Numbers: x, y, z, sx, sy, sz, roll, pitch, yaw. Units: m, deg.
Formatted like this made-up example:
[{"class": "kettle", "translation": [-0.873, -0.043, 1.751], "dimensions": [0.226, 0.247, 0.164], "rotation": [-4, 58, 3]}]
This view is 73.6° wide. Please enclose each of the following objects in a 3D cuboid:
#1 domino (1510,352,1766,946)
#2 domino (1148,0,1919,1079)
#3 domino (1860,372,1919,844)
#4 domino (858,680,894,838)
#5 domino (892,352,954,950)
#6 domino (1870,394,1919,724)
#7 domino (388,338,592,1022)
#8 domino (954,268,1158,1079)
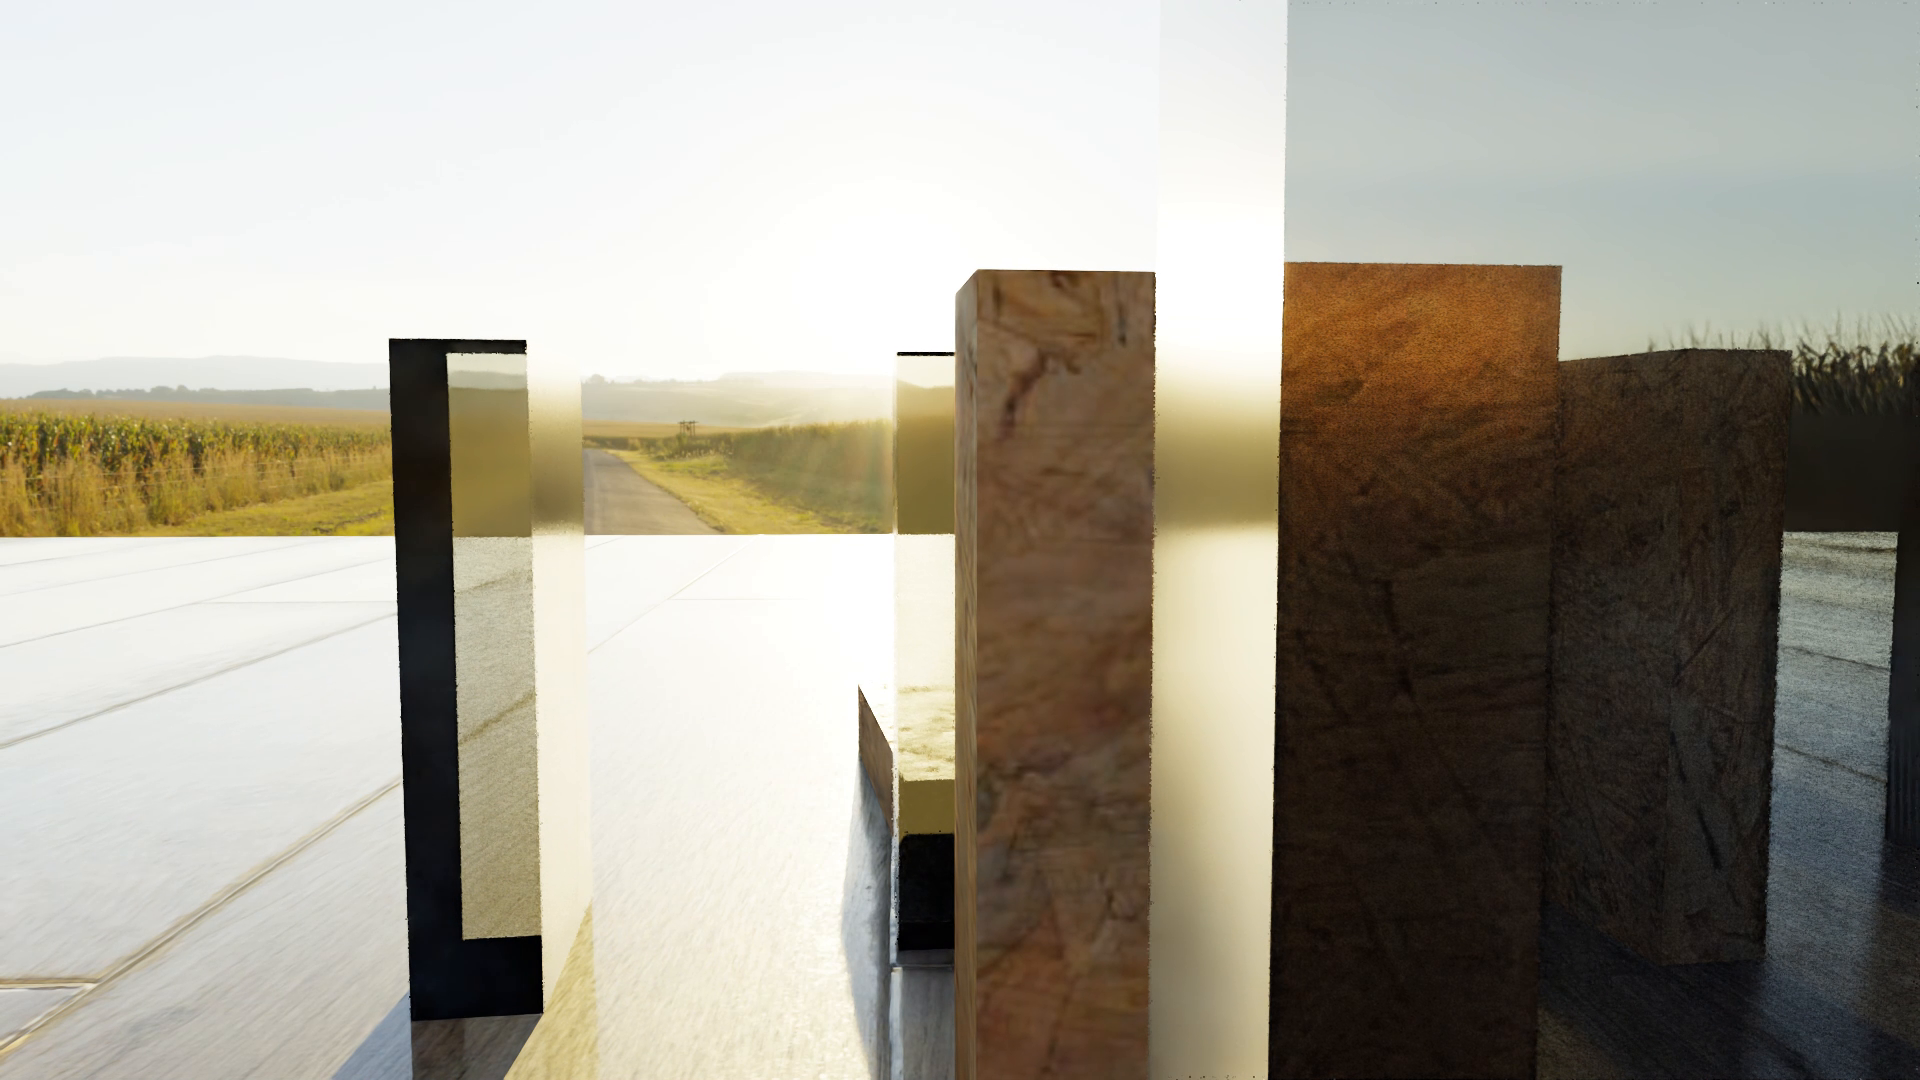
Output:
[{"class": "domino", "translation": [0.060, 0.009, 0.120], "dimensions": [0.009, 0.050, 0.025], "rotation": [-1, 4, -9]}, {"class": "domino", "translation": [0.015, 0.017, 0.014], "dimensions": [0.025, 0.050, 0.010], "rotation": [0, 4, 4]}, {"class": "domino", "translation": [0.108, 0.008, 0.130], "dimensions": [0.010, 0.050, 0.025], "rotation": [-1, 5, -18]}, {"class": "domino", "translation": [0.002, 0.026, 0.156], "dimensions": [0.025, 0.010, 0.050], "rotation": [-1, 4, -10]}, {"class": "domino", "translation": [0.007, 0.009, 0.112], "dimensions": [0.025, 0.050, 0.009], "rotation": [0, 4, -5]}, {"class": "domino", "translation": [0.157, 0.003, 0.200], "dimensions": [0.025, 0.050, 0.009], "rotation": [-2, 5, -21]}, {"class": "domino", "translation": [-0.038, 0.010, 0.106], "dimensions": [0.009, 0.050, 0.025], "rotation": [-1, 4, -8]}, {"class": "domino", "translation": [0.013, 0.013, 0.063], "dimensions": [0.025, 0.050, 0.009], "rotation": [0, 4, -6]}]
